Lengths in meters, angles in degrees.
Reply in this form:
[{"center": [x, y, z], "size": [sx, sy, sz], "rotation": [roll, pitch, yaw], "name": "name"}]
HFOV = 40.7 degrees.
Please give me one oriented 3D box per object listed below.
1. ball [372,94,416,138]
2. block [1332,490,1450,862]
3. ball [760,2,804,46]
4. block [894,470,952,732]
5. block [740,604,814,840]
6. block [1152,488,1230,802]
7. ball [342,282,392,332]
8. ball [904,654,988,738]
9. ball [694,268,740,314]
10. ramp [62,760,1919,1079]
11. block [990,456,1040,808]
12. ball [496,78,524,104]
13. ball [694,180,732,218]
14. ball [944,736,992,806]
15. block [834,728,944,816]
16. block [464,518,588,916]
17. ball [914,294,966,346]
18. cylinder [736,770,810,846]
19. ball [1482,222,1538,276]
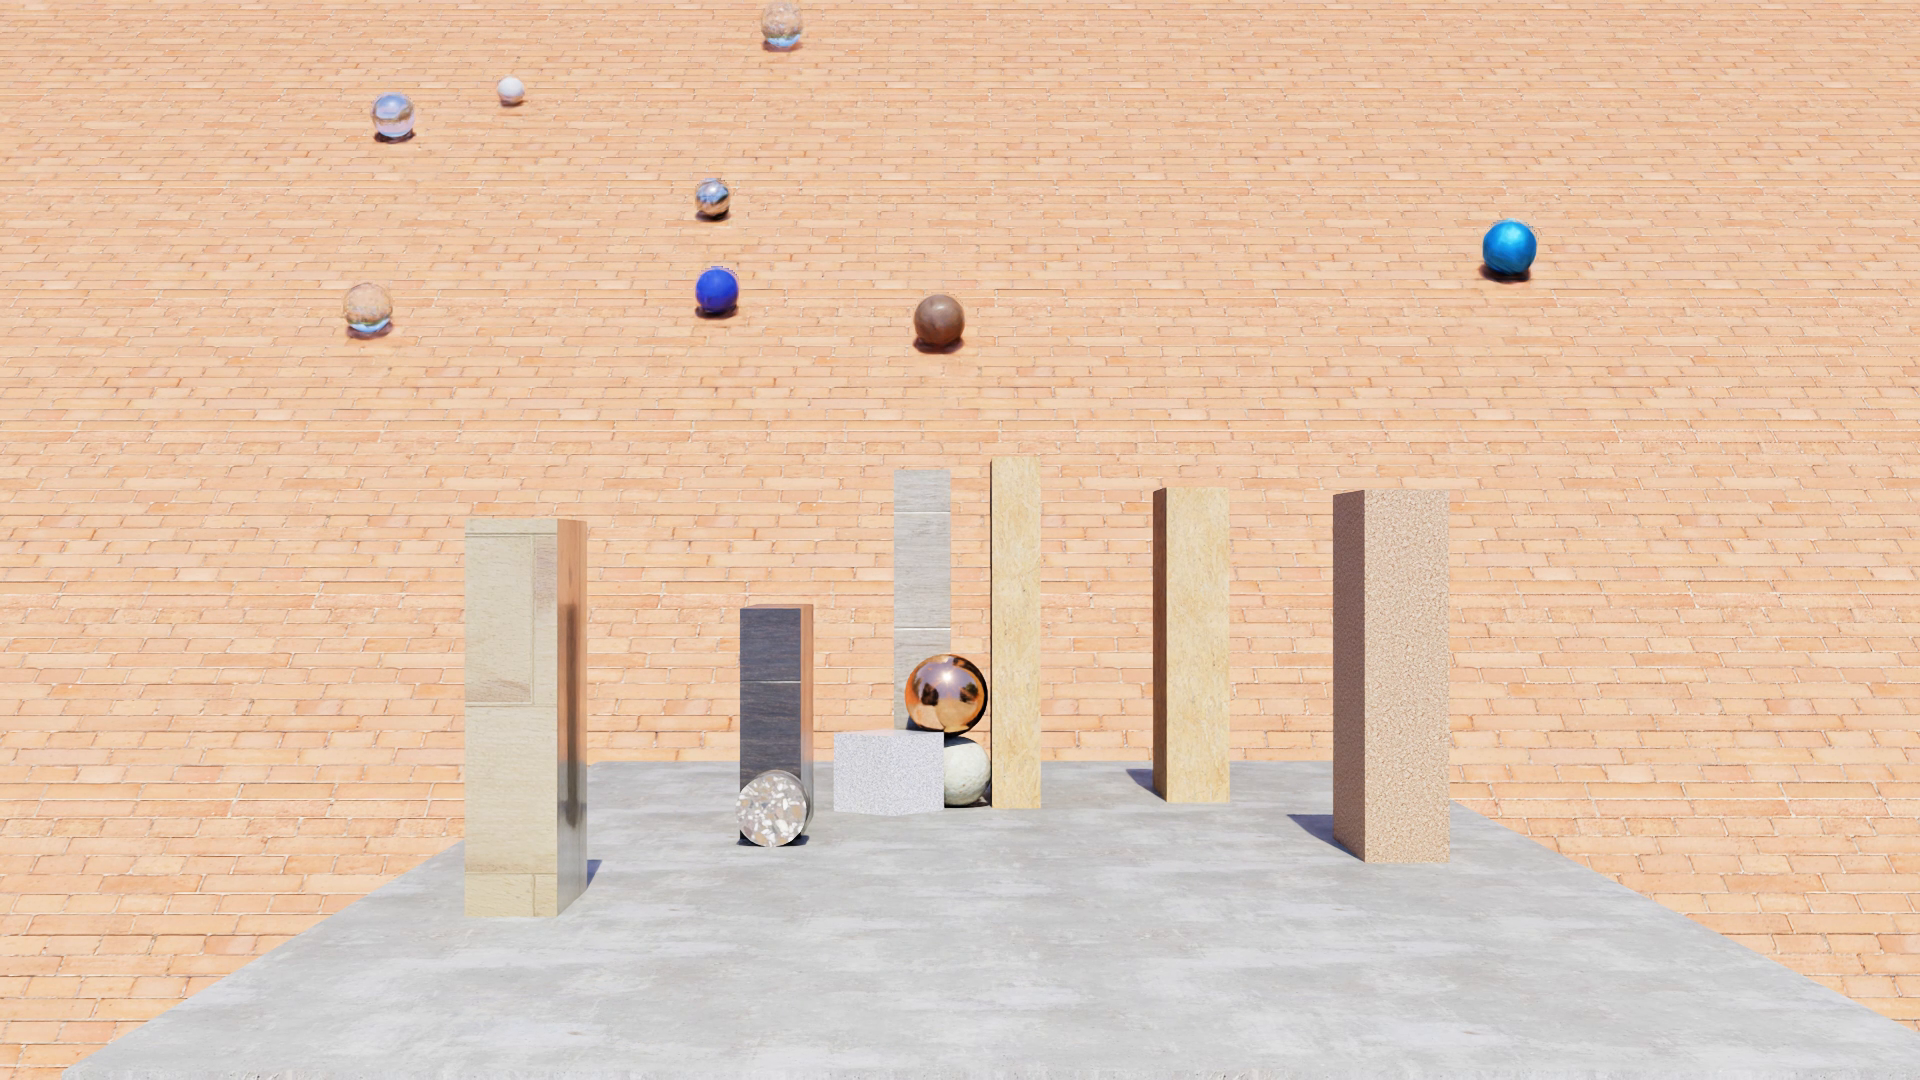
[{"center": [-2.305, -1.724, 10.528], "size": [0.175, 0.175, 0.175], "rotation": [0, 31, 0], "name": "ball"}, {"center": [0.774, 0.237, 4.672], "size": [0.146, 0.646, 0.383], "rotation": [0, 0, 0], "name": "block"}, {"center": [-0.786, -2.276, 11.436], "size": [0.193, 0.193, 0.193], "rotation": [0, 31, 0], "name": "ball"}, {"center": [-0.081, 0.207, 5.728], "size": [0.122, 0.715, 0.349], "rotation": [0, 0, 0], "name": "block"}, {"center": [-0.356, 0.346, 5.071], "size": [0.115, 0.433, 0.427], "rotation": [0, 0, 0], "name": "block"}, {"center": [0.512, 0.226, 5.765], "size": [0.134, 0.678, 0.400], "rotation": [0, 0, 0], "name": "block"}, {"center": [-2.057, -0.807, 8.991], "size": [0.171, 0.171, 0.171], "rotation": [0, 31, 0], "name": "ball"}, {"center": [-0.029, 0.328, 5.464], "size": [0.177, 0.177, 0.177], "rotation": [0, 31, 0], "name": "ball"}, {"center": [-0.856, -0.876, 9.120], "size": [0.157, 0.157, 0.157], "rotation": [0, 31, 0], "name": "ball"}, {"center": [0.069, 0.610, 4.680], "size": [2.000, 0.100, 4.000], "rotation": [0, 0, 0], "name": "ramp"}, {"center": [0.118, 0.195, 5.617], "size": [0.102, 0.739, 0.360], "rotation": [0, 0, 0], "name": "block"}, {"center": [-1.884, -1.883, 10.854], "size": [0.113, 0.113, 0.113], "rotation": [0, 31, 0], "name": "ball"}, {"center": [-0.939, -1.297, 9.844], "size": [0.140, 0.140, 0.140], "rotation": [0, 31, 0], "name": "ball"}, {"center": [-0.007, 0.489, 5.479], "size": [0.149, 0.149, 0.149], "rotation": [0, 31, 0], "name": "ball"}, {"center": [-0.148, 0.482, 5.395], "size": [0.162, 0.162, 0.162], "rotation": [0, 0, 40], "name": "block"}, {"center": [-0.662, 0.263, 3.973], "size": [0.136, 0.587, 0.308], "rotation": [0, 0, 0], "name": "block"}, {"center": [-0.070, -0.754, 8.893], "size": [0.181, 0.181, 0.181], "rotation": [0, 31, 0], "name": "ball"}, {"center": [-0.345, 0.496, 4.792], "size": [0.130, 0.130, 0.130], "rotation": [0, 0, 0], "name": "cylinder"}, {"center": [1.991, -1.057, 9.385], "size": [0.197, 0.197, 0.197], "rotation": [0, 31, 0], "name": "ball"}]
